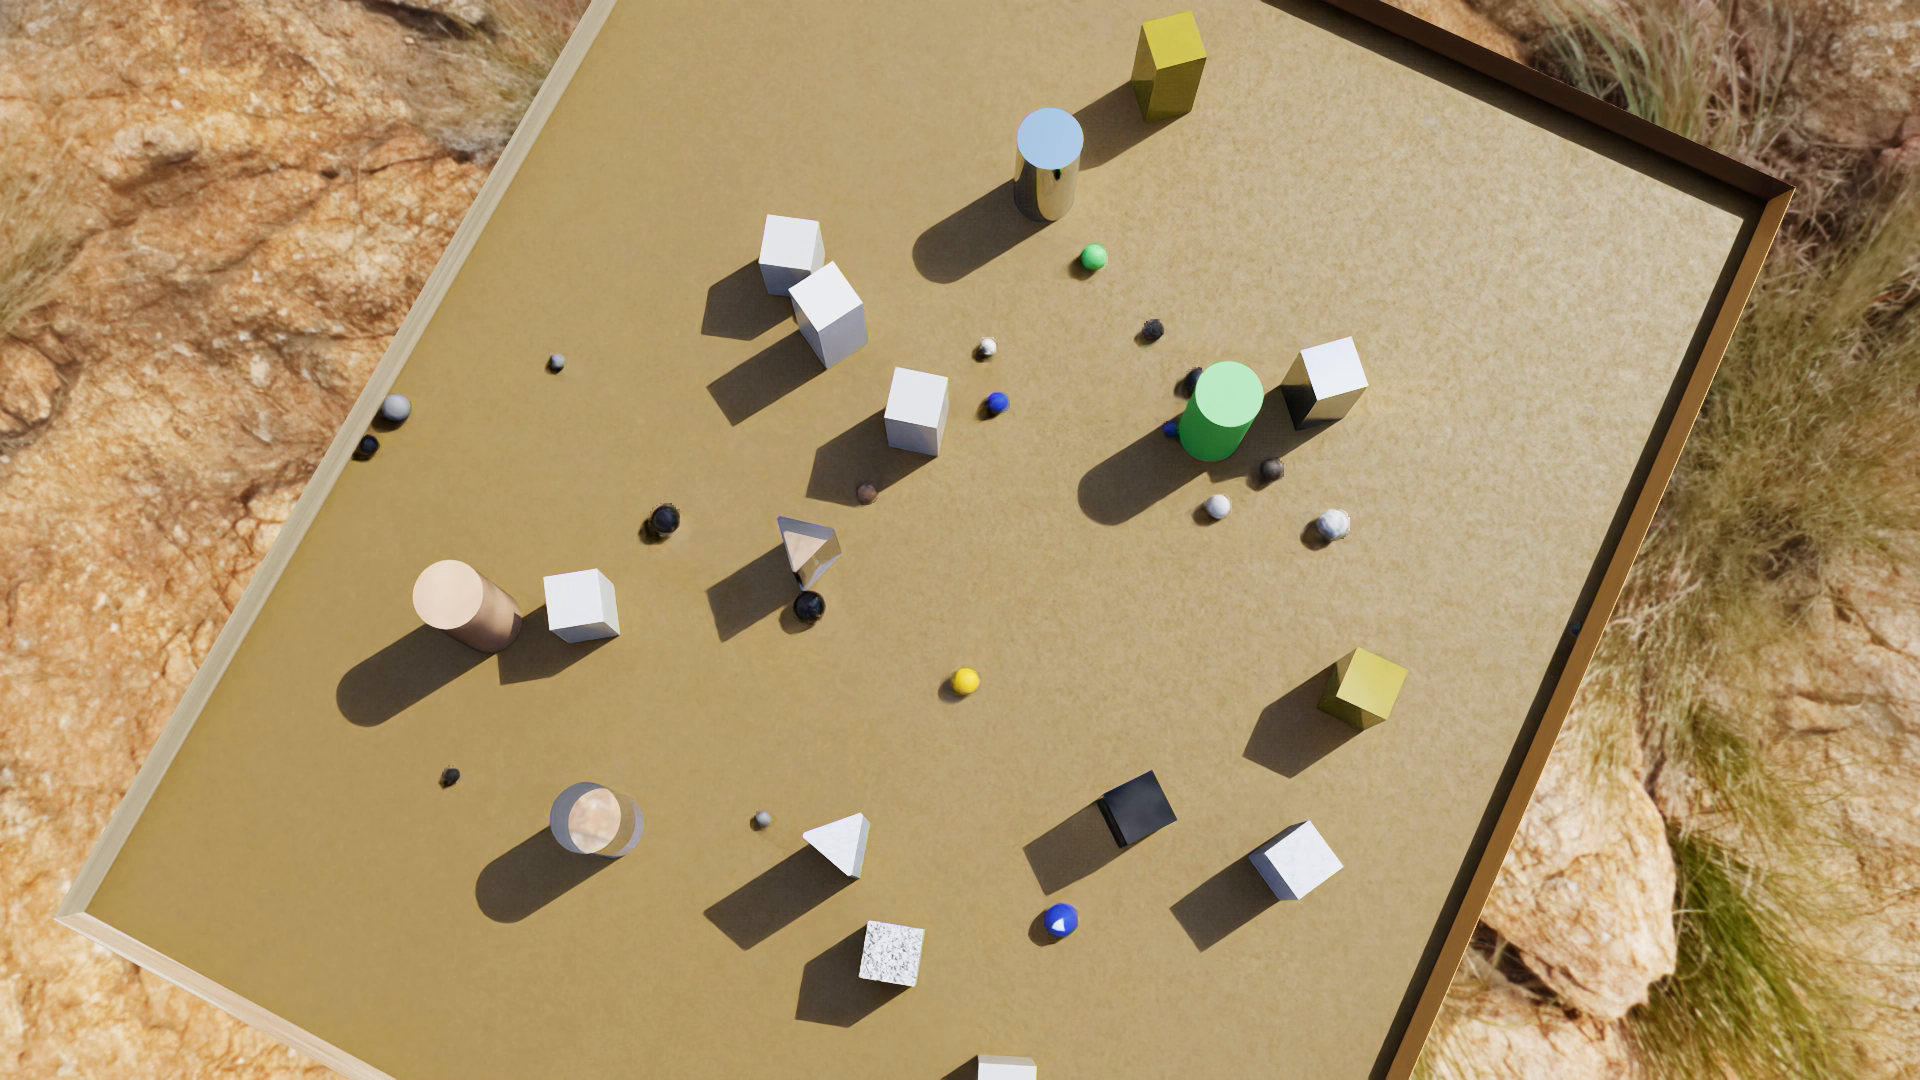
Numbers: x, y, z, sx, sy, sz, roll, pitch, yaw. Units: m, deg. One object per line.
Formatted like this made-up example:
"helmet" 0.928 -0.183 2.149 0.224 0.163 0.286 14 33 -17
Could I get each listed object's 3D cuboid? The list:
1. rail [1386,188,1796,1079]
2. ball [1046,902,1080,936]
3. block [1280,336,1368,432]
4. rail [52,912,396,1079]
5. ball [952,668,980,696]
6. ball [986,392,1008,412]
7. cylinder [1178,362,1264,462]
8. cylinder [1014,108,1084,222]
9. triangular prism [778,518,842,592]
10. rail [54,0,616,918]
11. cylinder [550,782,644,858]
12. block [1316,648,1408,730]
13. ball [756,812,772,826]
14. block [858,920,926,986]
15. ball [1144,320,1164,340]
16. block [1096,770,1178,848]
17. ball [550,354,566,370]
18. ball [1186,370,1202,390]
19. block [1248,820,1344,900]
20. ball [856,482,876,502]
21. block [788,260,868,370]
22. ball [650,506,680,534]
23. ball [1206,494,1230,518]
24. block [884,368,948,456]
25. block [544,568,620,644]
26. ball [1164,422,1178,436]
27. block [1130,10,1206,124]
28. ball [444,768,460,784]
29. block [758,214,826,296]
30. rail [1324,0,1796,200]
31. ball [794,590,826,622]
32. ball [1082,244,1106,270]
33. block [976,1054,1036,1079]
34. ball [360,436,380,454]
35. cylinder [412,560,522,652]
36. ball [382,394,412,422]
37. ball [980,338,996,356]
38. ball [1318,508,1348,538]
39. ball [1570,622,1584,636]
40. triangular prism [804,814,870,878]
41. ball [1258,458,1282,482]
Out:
"rail" 1.618 0.799 5.385 0.045 0.128 4.332 26 80 5
"ball" 0.298 1.106 5.338 0.097 0.097 0.097 0 78 0
"block" 1.096 -0.467 5.534 0.157 0.351 0.157 -16 79 -3
"rail" -0.958 1.883 5.161 3.665 0.128 0.045 26 80 5
"ball" 0.017 0.423 5.487 0.082 0.082 0.082 0 78 0
"ball" 0.116 -0.427 5.672 0.065 0.065 0.065 0 78 0
"cylinder" 0.776 -0.379 5.482 0.196 0.416 0.196 0 78 0
"cylinder" 0.268 -1.147 5.639 0.196 0.421 0.196 0 78 0
"triangular prism" -0.473 0.016 5.450 0.147 0.321 0.170 43 81 8
"rail" -1.618 -0.785 5.713 0.045 0.128 4.332 26 80 5
"cylinder" -1.035 0.806 5.250 0.196 0.390 0.196 0 78 0
"block" 1.175 0.439 5.373 0.157 0.300 0.157 25 79 5
"ball" -0.580 0.826 5.423 0.045 0.045 0.045 0 78 0
"block" -0.192 1.179 5.239 0.157 0.262 0.157 9 78 2
"ball" 0.607 -0.654 5.721 0.060 0.060 0.060 0 78 0
"block" 0.508 0.782 5.308 0.157 0.288 0.157 -26 79 -5
"ball" -1.252 -0.556 5.707 0.049 0.049 0.049 0 78 0
"ball" 0.734 -0.495 5.684 0.069 0.069 0.069 0 78 0
"block" 0.960 0.924 5.267 0.157 0.311 0.157 -35 80 -7
"ball" -0.287 -0.147 5.615 0.063 0.063 0.063 0 78 0
"block" -0.395 -0.677 5.562 0.157 0.381 0.157 -34 80 -7
"ball" -0.897 -0.061 5.583 0.090 0.090 0.090 0 78 0
"ball" 0.788 -0.105 5.601 0.073 0.073 0.073 0 78 0
"block" -0.128 -0.383 5.525 0.157 0.335 0.157 12 79 2
"block" -1.120 0.198 5.440 0.157 0.265 0.157 -9 78 -2
"ball" 0.652 -0.341 5.665 0.043 0.043 0.043 0 78 0
"block" 0.648 -1.473 5.726 0.157 0.383 0.157 -15 79 -3
"ball" -1.510 0.699 5.448 0.046 0.046 0.046 0 78 0
"block" -0.516 -0.869 5.656 0.157 0.276 0.157 8 78 2
"rail" 0.958 -1.870 5.937 3.665 0.128 0.045 26 80 5
"ball" -0.453 0.200 5.525 0.098 0.098 0.098 0 78 0
"ball" 0.420 -0.889 5.760 0.080 0.080 0.080 0 78 0
"block" 0.126 1.538 5.132 0.157 0.325 0.157 3 78 1
"ball" -1.820 -0.293 5.647 0.060 0.060 0.060 0 78 0
"cylinder" -1.428 0.199 5.338 0.196 0.464 0.196 0 78 0
"ball" -1.739 -0.407 5.656 0.087 0.087 0.087 0 78 0
"ball" 0.089 -0.602 5.714 0.052 0.052 0.052 0 78 0
"ball" 1.135 -0.049 5.580 0.091 0.091 0.091 0 78 0
"ball" 1.869 0.269 5.538 0.044 0.044 0.044 0 78 0
"triangular prism" -0.317 0.849 5.222 0.170 0.429 0.147 40 81 8
"ball" 0.953 -0.214 5.625 0.070 0.070 0.070 0 78 0
